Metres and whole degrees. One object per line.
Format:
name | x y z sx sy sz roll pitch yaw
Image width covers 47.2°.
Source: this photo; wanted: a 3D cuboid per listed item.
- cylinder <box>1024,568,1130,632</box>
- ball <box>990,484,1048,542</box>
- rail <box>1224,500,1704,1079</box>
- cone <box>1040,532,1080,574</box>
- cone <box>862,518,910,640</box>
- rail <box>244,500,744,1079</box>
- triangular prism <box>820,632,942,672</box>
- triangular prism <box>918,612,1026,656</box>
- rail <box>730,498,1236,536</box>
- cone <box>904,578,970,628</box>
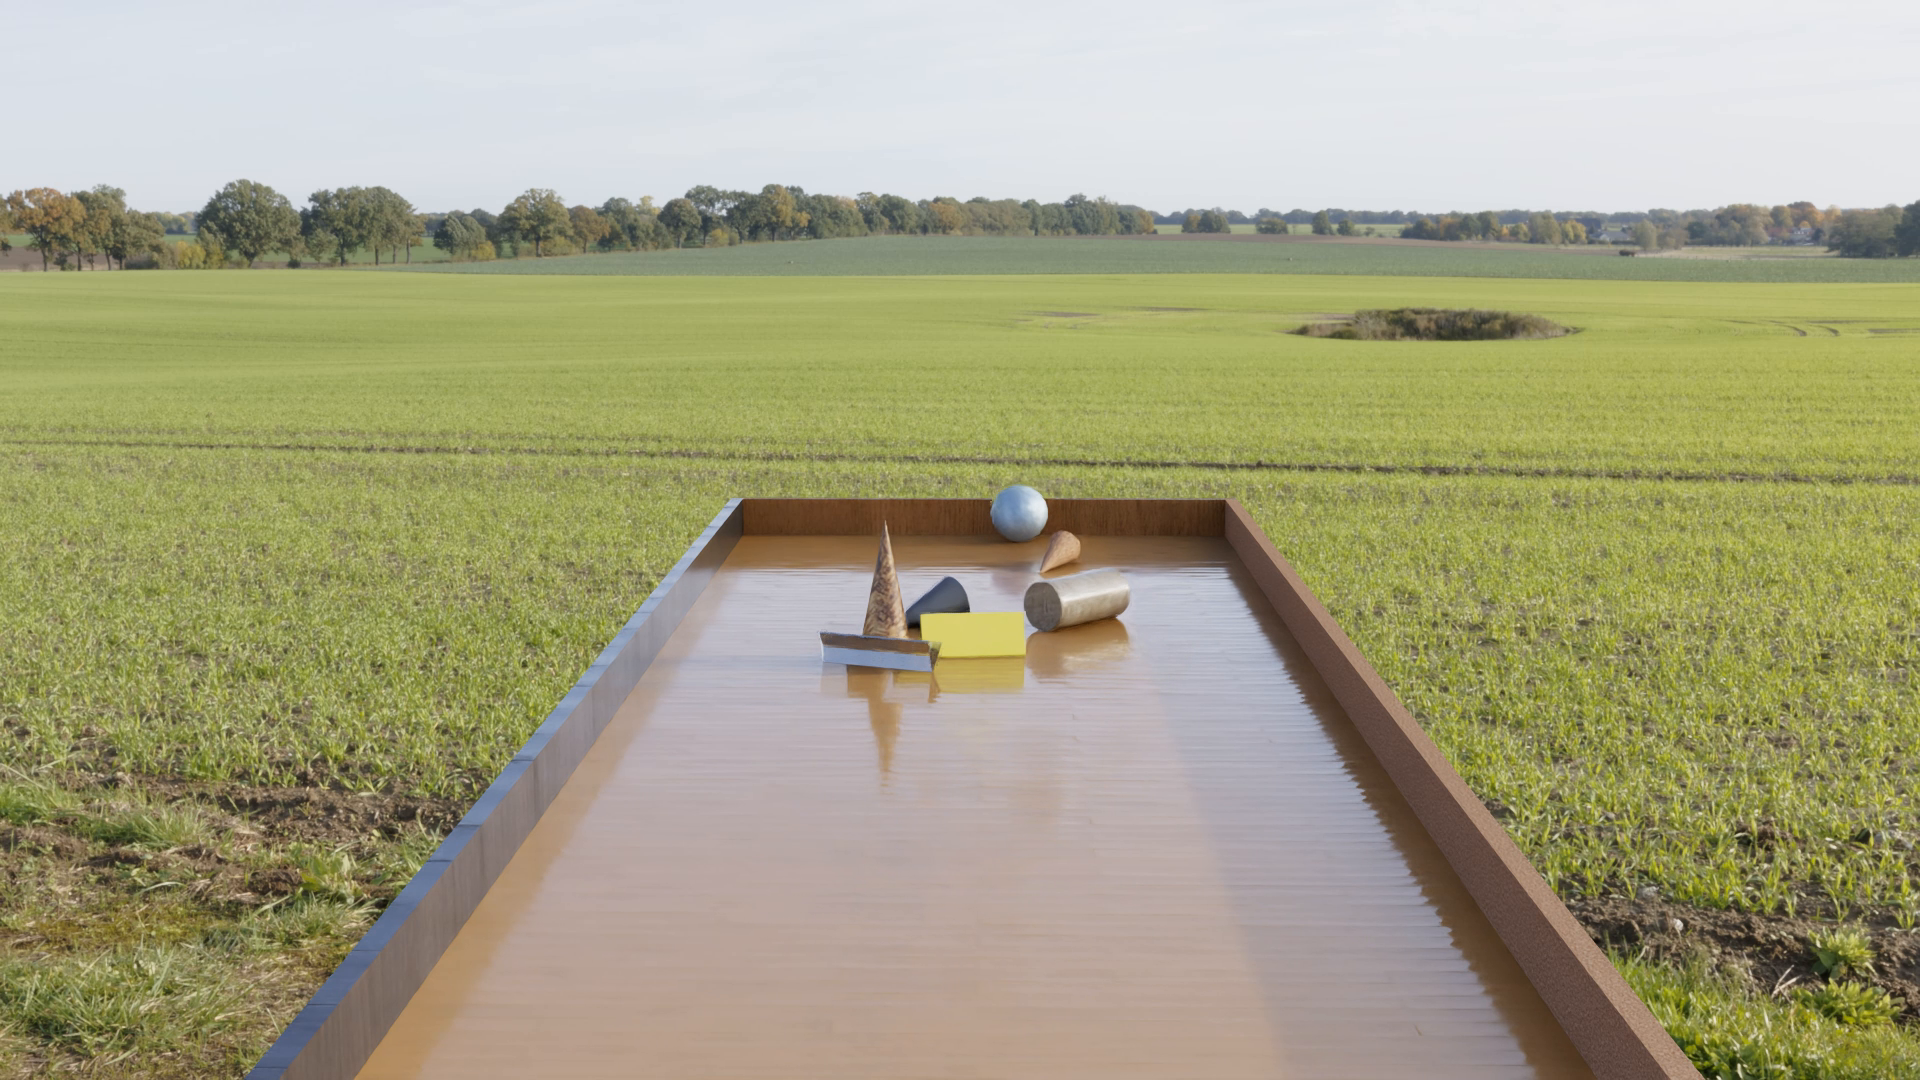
cylinder | 0.388 0.196 7.254 0.163 0.163 0.350 8 12 43
ball | 0.240 -0.109 8.955 0.232 0.232 0.232 0 9 0
rail | 1.046 0.843 3.208 0.050 0.150 12.000 0 9 1
cone | 0.348 0.077 8.329 0.126 0.126 0.305 4 21 22
cone | -0.228 0.146 6.715 0.172 0.430 0.172 0 9 0
rail | -1.004 0.839 3.234 0.050 0.150 12.000 0 9 1
triangular prism | -0.247 0.314 6.596 0.361 0.102 0.088 4 -33 23
triangular prism | 0.038 0.285 6.796 0.317 0.123 0.142 2 4 -8
rail | 0.099 -0.098 9.147 2.100 0.150 0.050 0 9 1
cone | -0.134 0.245 7.230 0.307 0.151 0.151 -23 21 -33
